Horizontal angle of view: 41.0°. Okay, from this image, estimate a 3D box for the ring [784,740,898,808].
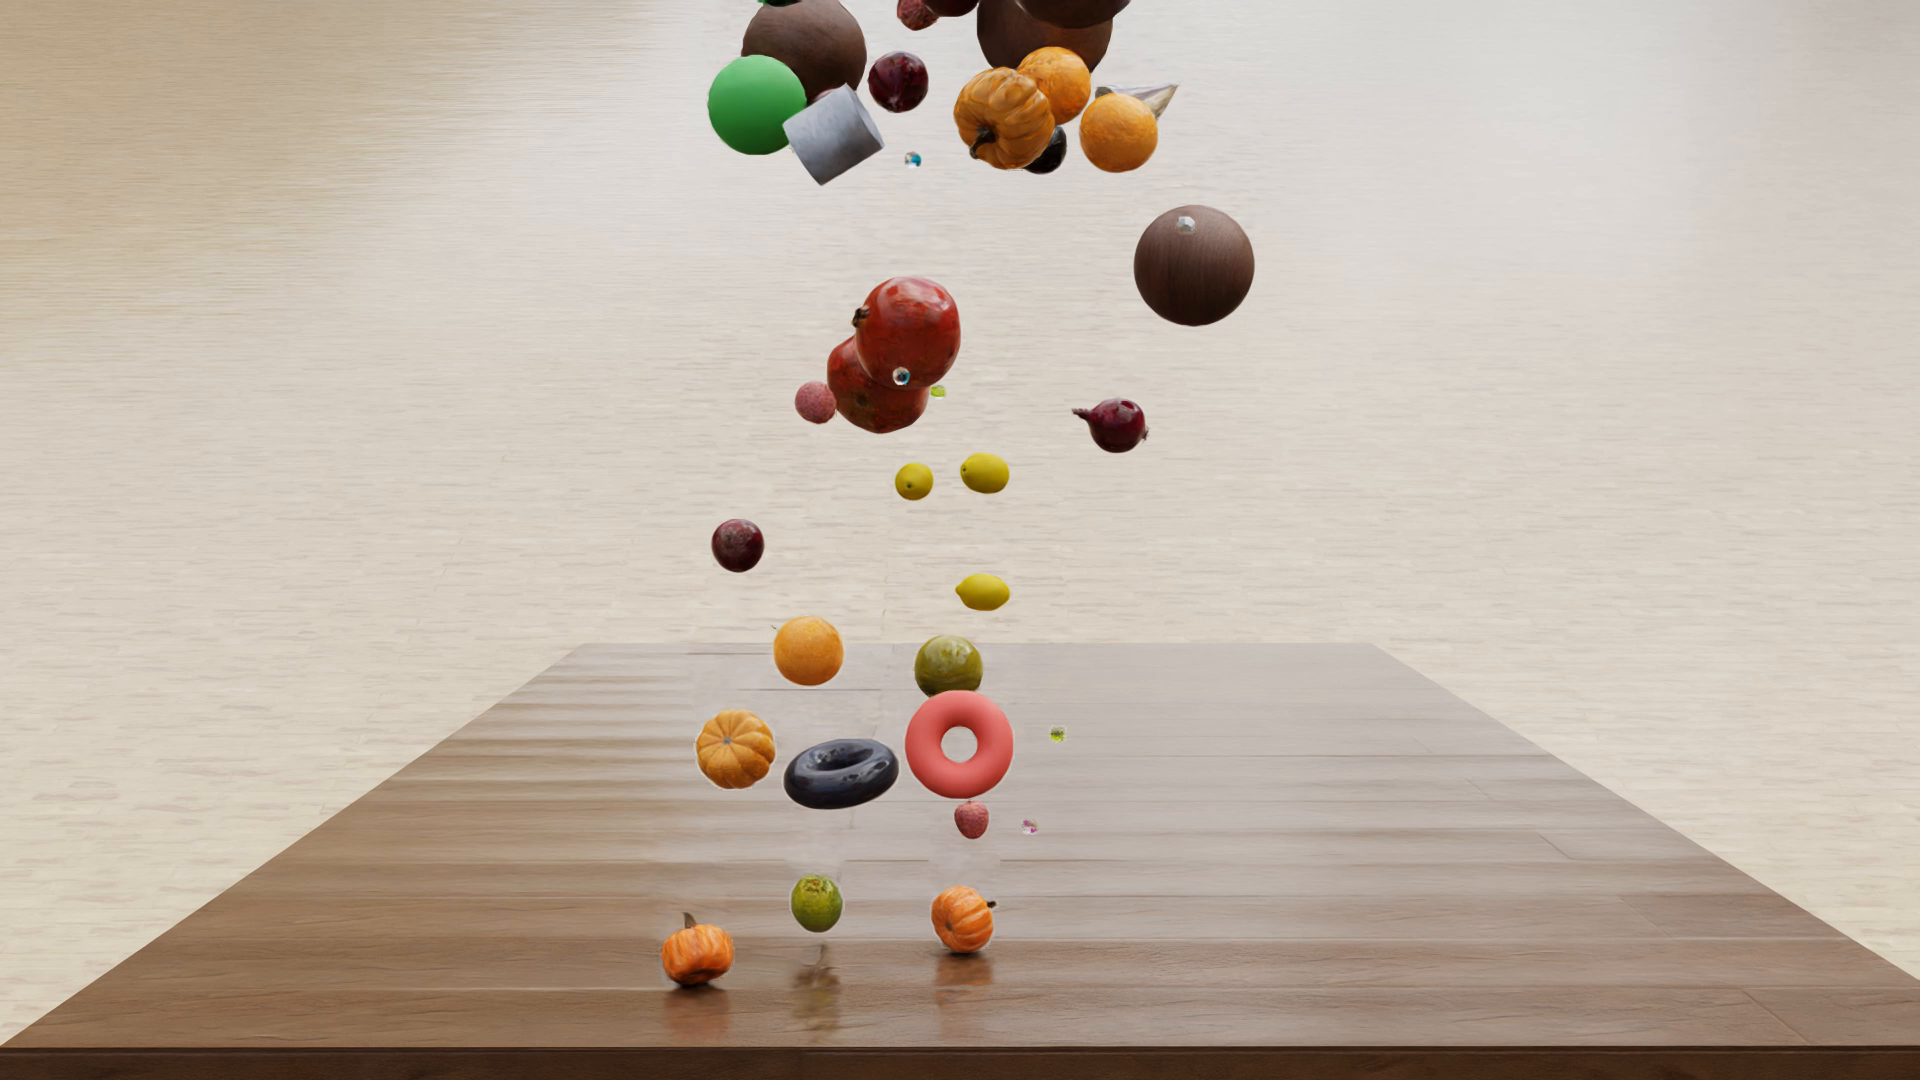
[{"bbox_3d":[-0.137,0.270,2.968,0.136,0.045,0.136,-9,18,3],"label":"ring"}]

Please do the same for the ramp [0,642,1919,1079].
[{"bbox_3d":[0.048,0.431,4.533,2.000,0.100,4.000,0,3,0],"label":"ramp"}]

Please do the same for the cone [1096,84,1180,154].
[{"bbox_3d":[0.177,-0.410,2.404,0.072,0.072,0.072,-33,30,-13],"label":"cone"}]

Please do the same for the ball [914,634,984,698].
[{"bbox_3d":[-0.013,0.148,2.951,0.080,0.080,0.080,0,20,0],"label":"ball"}]

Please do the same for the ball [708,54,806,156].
[{"bbox_3d":[-0.196,-0.421,2.485,0.096,0.096,0.096,0,20,0],"label":"ball"}]

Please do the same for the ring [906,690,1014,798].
[{"bbox_3d":[-0.001,0.213,2.685,0.114,0.114,0.038,0,-6,1],"label":"ring"}]

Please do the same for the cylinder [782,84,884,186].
[{"bbox_3d":[-0.112,-0.360,2.285,0.066,0.066,0.066,-30,18,10],"label":"cylinder"}]
